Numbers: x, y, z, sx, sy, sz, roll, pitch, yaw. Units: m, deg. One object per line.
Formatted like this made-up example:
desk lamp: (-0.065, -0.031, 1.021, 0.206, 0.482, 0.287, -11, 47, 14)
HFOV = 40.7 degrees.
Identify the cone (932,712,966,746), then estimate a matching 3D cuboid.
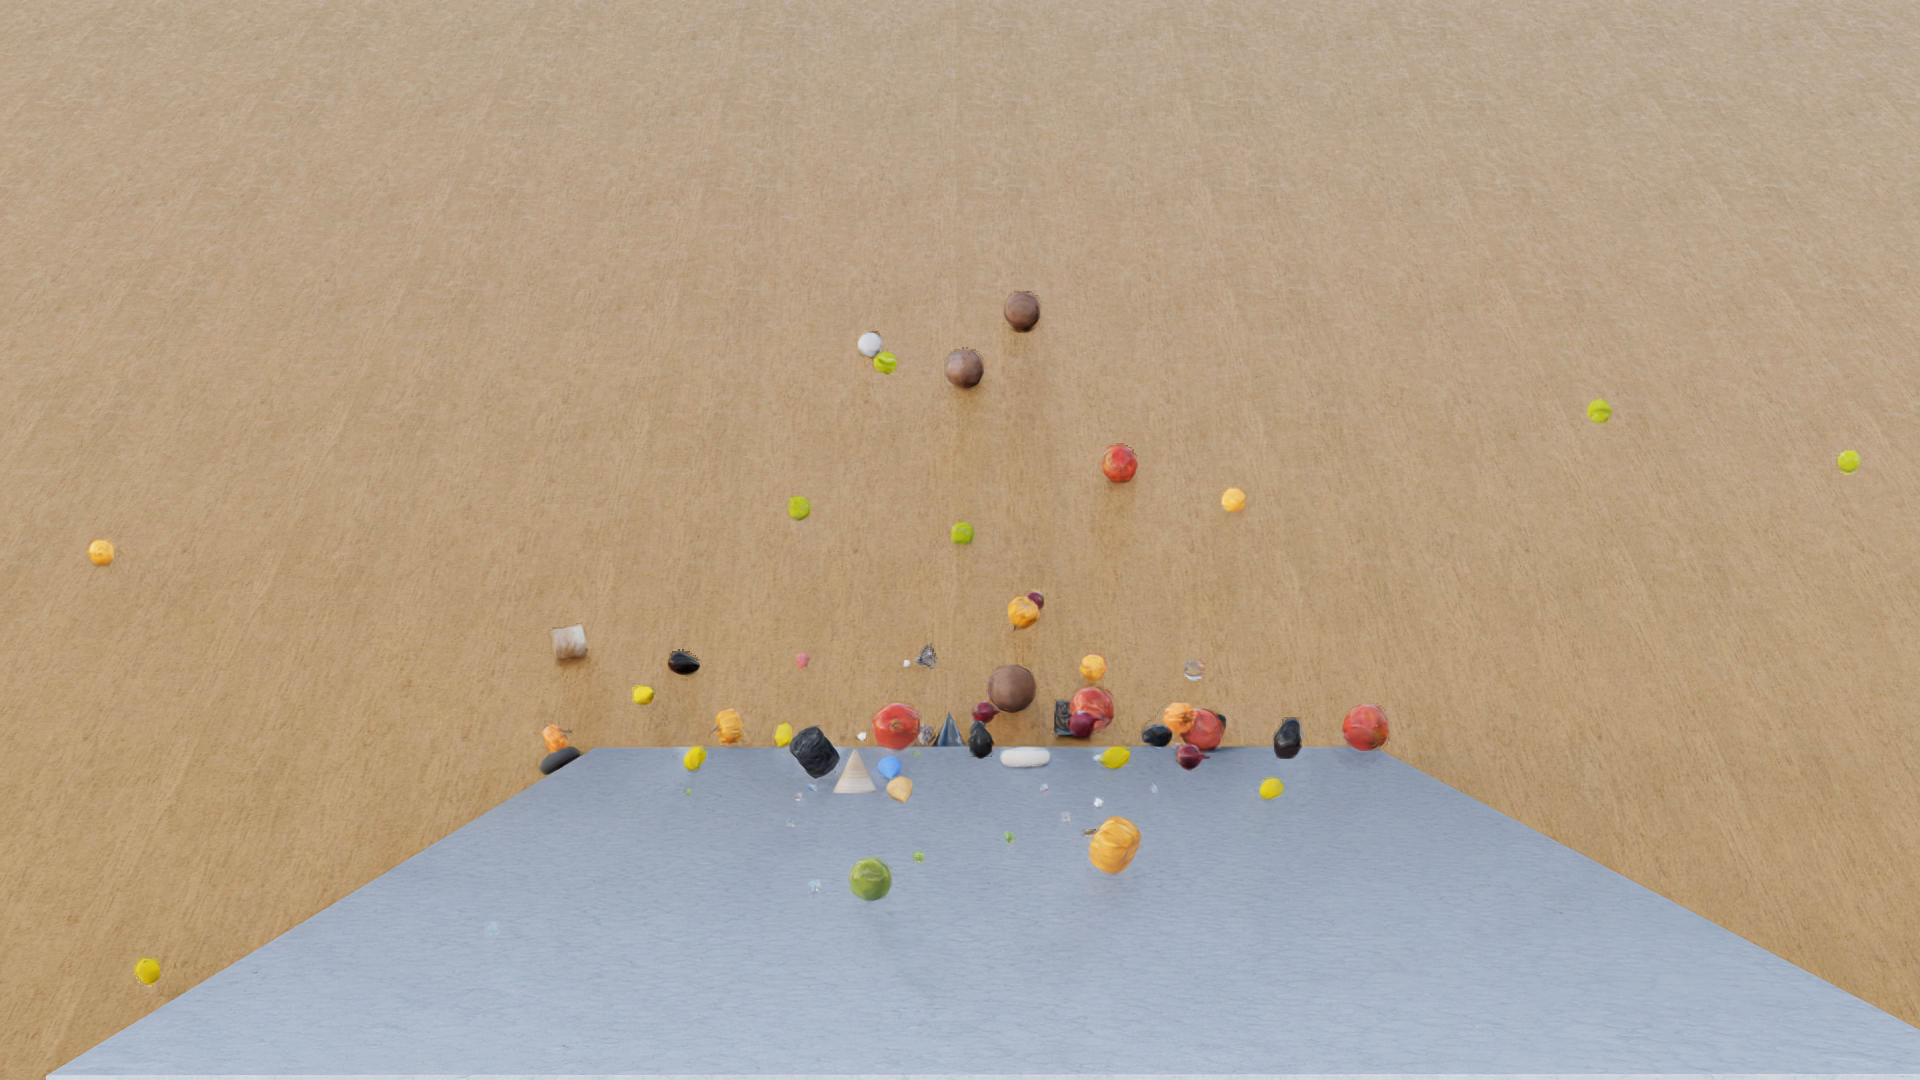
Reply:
cone: (-0.028, 0.489, 6.703, 0.088, 0.088, 0.088, 0, -1, 0)

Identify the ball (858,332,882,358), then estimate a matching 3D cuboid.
ball: (-0.307, -0.668, 8.862, 0.085, 0.085, 0.085, 0, 29, 0)

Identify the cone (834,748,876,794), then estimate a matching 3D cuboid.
cone: (-0.224, 0.489, 5.513, 0.094, 0.094, 0.094, 0, 0, 0)

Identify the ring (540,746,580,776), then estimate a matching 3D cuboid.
ring: (-1.005, 0.556, 6.509, 0.108, 0.108, 0.036, -20, 73, -32)

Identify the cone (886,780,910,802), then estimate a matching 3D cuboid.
cone: (-0.118, 0.524, 5.296, 0.056, 0.056, 0.056, -13, 11, -21)

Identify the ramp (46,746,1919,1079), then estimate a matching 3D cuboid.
ramp: (0.066, 0.589, 4.640, 2.000, 0.100, 4.000, 0, 0, 0)

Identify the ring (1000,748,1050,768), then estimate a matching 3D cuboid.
ring: (0.154, 0.514, 6.118, 0.118, 0.039, 0.118, -1, 1, 0)

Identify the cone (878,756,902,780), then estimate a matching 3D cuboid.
cone: (-0.157, 0.523, 5.807, 0.054, 0.054, 0.054, -2, 27, -4)

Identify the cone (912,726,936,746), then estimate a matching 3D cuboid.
cone: (-0.093, 0.519, 6.691, 0.058, 0.058, 0.058, 0, 24, 0)

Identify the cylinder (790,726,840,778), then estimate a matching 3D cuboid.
cylinder: (-0.320, 0.467, 5.692, 0.080, 0.080, 0.080, -24, 34, 17)

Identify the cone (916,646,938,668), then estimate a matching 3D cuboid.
cone: (-0.080, 0.332, 7.095, 0.061, 0.061, 0.061, 43, 37, 0)

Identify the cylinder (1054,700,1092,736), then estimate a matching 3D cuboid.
cylinder: (0.298, 0.470, 6.829, 0.091, 0.091, 0.091, 1, 29, 6)

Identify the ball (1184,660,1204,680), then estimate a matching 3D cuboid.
ball: (0.641, 0.356, 7.073, 0.055, 0.055, 0.055, 0, 29, 0)
